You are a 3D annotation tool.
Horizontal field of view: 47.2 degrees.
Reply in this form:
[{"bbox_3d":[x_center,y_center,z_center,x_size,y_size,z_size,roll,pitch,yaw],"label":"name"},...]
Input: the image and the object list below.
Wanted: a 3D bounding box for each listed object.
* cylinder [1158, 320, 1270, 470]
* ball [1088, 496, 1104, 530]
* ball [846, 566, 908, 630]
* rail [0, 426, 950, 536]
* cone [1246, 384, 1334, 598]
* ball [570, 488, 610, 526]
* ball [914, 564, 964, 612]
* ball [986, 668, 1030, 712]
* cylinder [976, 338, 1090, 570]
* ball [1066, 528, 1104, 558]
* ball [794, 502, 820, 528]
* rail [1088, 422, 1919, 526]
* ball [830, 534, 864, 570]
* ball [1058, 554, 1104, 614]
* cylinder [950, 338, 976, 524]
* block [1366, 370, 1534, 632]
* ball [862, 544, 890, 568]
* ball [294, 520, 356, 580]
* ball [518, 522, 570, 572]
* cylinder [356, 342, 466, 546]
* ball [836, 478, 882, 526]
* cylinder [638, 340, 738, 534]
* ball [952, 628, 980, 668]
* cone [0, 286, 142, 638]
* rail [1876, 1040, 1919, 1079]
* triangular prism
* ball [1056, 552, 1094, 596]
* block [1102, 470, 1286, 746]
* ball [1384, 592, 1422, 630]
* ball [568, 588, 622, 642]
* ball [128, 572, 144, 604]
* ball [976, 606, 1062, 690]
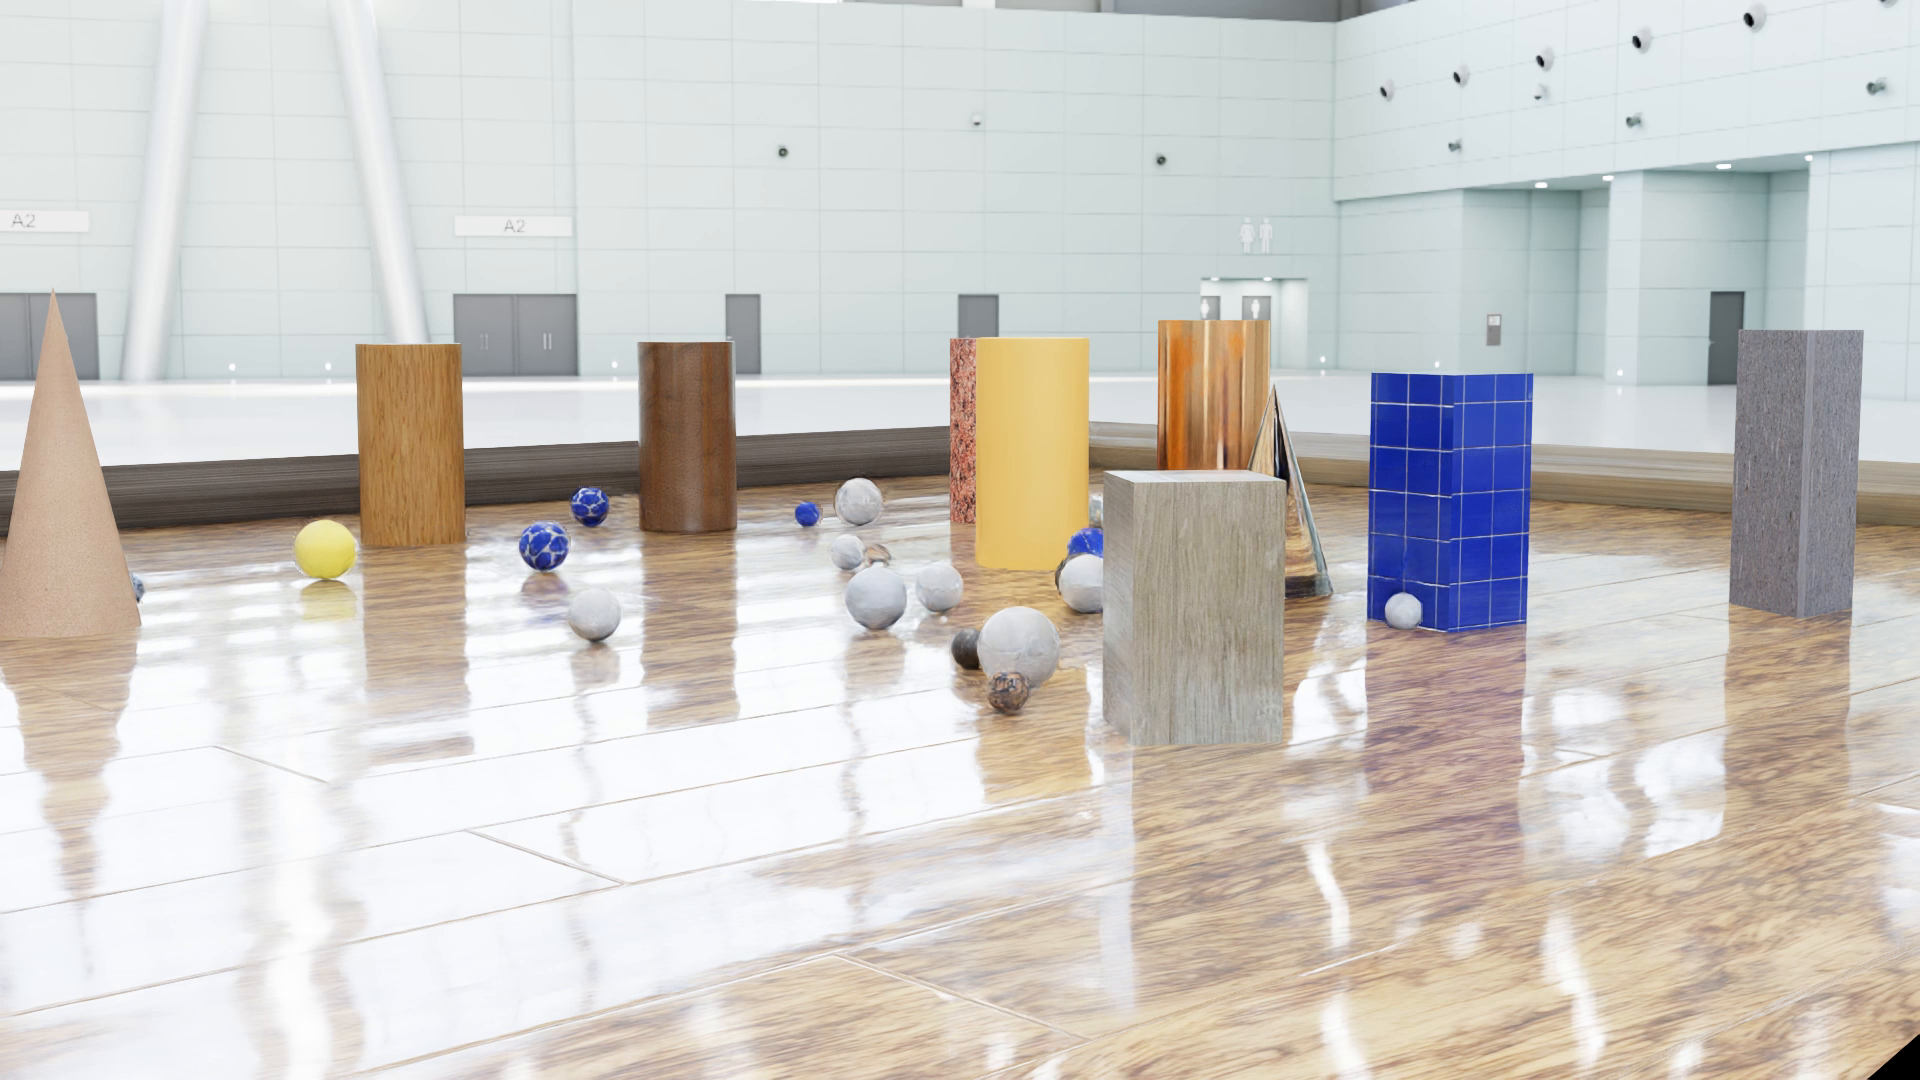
[{"bbox_3d":[0.453,-0.179,3.937,0.199,0.428,0.199,0,6,0],"label":"cylinder"},{"bbox_3d":[0.279,-0.047,4.346,0.081,0.081,0.081,0,6,0],"label":"ball"},{"bbox_3d":[-0.117,0.081,3.087,0.088,0.088,0.088,0,6,0],"label":"ball"},{"bbox_3d":[-1.359,-0.119,4.796,4.598,0.129,0.045,-5,8,-42],"label":"rail"},{"bbox_3d":[0.497,-0.085,3.499,0.199,0.333,0.199,0,6,0],"label":"cone"},{"bbox_3d":[-0.767,-0.069,4.562,0.081,0.081,0.081,0,6,0],"label":"ball"},{"bbox_3d":[-0.030,0.071,3.255,0.073,0.073,0.073,0,6,0],"label":"ball"},{"bbox_3d":[0.053,0.167,2.444,0.050,0.050,0.050,0,6,0],"label":"ball"},{"bbox_3d":[0.127,-0.156,3.870,0.199,0.397,0.199,0,6,0],"label":"cylinder"},{"bbox_3d":[0.220,0.020,3.700,0.083,0.083,0.083,0,6,0],"label":"ball"},{"bbox_3d":[-0.314,-0.053,4.543,0.053,0.053,0.053,0,6,0],"label":"ball"},{"bbox_3d":[1.672,-0.126,4.866,0.045,0.129,4.055,-5,8,-42],"label":"rail"},{"bbox_3d":[-0.194,0.022,3.783,0.062,0.062,0.062,0,6,0],"label":"ball"},{"bbox_3d":[0.189,0.065,3.244,0.086,0.086,0.086,0,6,0],"label":"ball"},{"bbox_3d":[0.078,-0.235,4.685,0.199,0.386,0.199,0,6,0],"label":"cylinder"},{"bbox_3d":[0.699,-0.060,3.144,0.159,0.357,0.159,-4,7,-34],"label":"block"},{"bbox_3d":[-0.142,0.032,3.749,0.049,0.049,0.049,0,6,0],"label":"ball"},{"bbox_3d":[-1.056,0.016,3.656,0.099,0.099,0.099,0,6,0],"label":"ball"},{"bbox_3d":[-0.713,0.011,3.770,0.086,0.086,0.086,0,6,0],"label":"ball"},{"bbox_3d":[-1.063,-0.189,4.257,0.199,0.382,0.199,0,6,0],"label":"cylinder"},{"bbox_3d":[-0.210,-0.079,4.571,0.099,0.099,0.099,0,6,0],"label":"ball"},{"bbox_3d":[-0.557,-0.214,4.496,0.199,0.383,0.199,0,6,0],"label":"cylinder"},{"bbox_3d":[0.014,0.135,2.746,0.051,0.051,0.051,0,6,0],"label":"ball"},{"bbox_3d":[-1.261,-0.115,3.082,0.199,0.480,0.199,0,6,0],"label":"cone"},{"bbox_3d":[1.359,0.186,1.867,4.598,0.129,0.045,-5,8,-42],"label":"rail"},{"bbox_3d":[1.229,-0.105,3.287,0.149,0.416,0.172,6,8,45],"label":"triangular prism"},{"bbox_3d":[0.185,0.059,3.331,0.081,0.081,0.081,0,6,0],"label":"ball"},{"bbox_3d":[0.245,0.067,2.333,0.159,0.271,0.159,-1,6,-7],"label":"block"},{"bbox_3d":[0.620,0.100,3.079,0.052,0.052,0.052,0,6,0],"label":"ball"},{"bbox_3d":[-0.493,0.101,2.967,0.072,0.072,0.072,0,6,0],"label":"ball"},{"bbox_3d":[-1.255,0.076,3.307,0.053,0.053,0.053,0,6,0],"label":"ball"},{"bbox_3d":[0.070,0.128,2.582,0.099,0.099,0.099,0,6,0],"label":"ball"}]
